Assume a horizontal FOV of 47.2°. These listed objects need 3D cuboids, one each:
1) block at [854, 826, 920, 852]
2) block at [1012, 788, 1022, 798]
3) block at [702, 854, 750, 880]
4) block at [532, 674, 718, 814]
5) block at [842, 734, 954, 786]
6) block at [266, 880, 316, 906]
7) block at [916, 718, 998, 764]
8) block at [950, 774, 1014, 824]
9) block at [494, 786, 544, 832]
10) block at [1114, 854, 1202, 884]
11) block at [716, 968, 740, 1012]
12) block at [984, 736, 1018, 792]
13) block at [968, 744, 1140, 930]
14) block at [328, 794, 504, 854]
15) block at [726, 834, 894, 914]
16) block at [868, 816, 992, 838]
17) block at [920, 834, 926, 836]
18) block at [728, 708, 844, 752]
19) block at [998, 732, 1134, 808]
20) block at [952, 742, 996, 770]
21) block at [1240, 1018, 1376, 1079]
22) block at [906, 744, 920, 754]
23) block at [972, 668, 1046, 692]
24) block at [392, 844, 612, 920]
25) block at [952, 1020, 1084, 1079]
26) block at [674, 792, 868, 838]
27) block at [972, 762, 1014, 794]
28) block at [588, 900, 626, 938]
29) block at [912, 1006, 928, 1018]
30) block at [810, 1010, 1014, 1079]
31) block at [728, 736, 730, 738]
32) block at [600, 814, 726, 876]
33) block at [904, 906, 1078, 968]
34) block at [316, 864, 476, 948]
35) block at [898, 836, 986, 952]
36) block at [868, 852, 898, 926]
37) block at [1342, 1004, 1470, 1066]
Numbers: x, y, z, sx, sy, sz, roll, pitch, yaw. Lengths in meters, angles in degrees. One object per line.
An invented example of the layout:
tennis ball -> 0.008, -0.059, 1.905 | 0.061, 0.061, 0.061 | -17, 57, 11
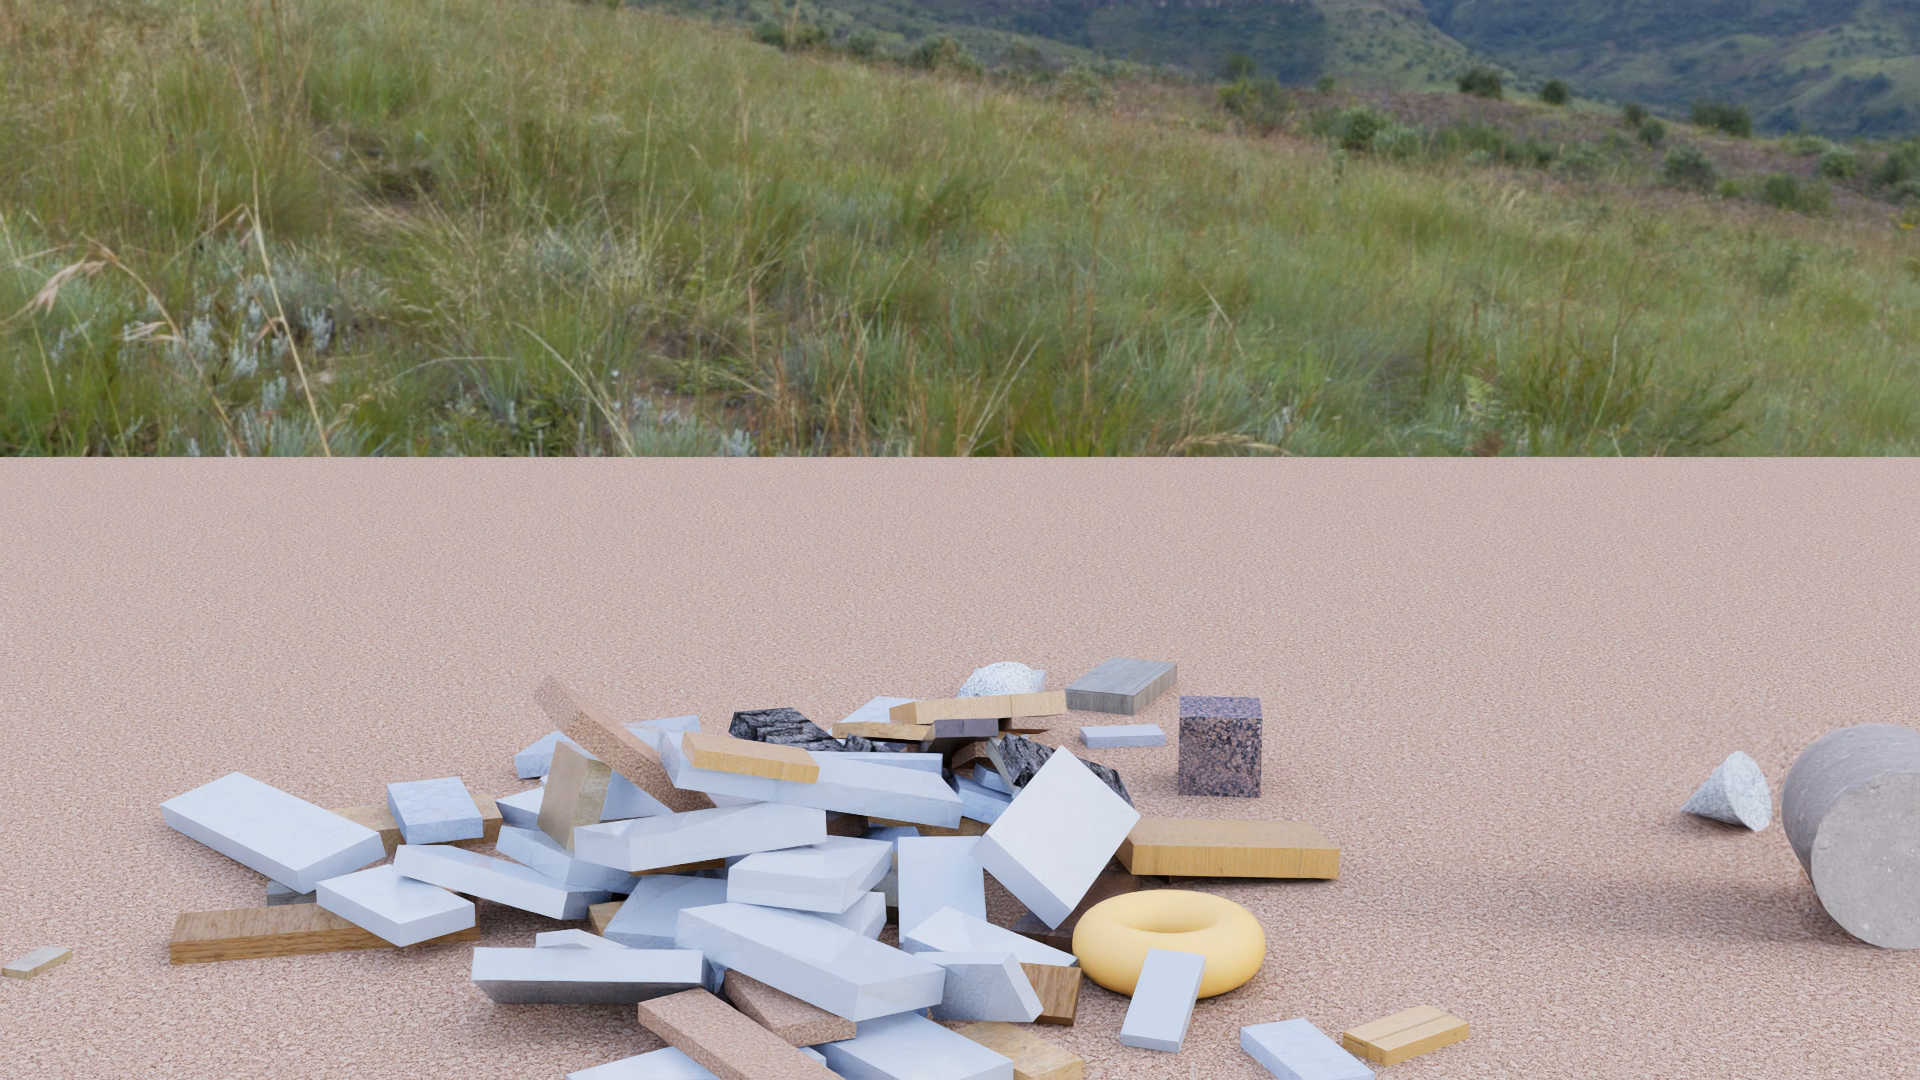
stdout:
block -> -0.150, 0.524, 3.750 | 0.088, 0.025, 0.175 | -34, 12, -33
block -> 0.195, 0.451, 3.809 | 0.115, 0.033, 0.230 | 39, 22, 24
block -> -0.340, 0.570, 3.537 | 0.270, 0.038, 0.135 | 8, 35, 36
block -> -0.553, 0.355, 3.655 | 0.328, 0.046, 0.164 | 42, -4, -33
block -> -0.125, 0.438, 4.014 | 0.207, 0.104, 0.029 | 21, 13, -5
block -> -1.078, 0.582, 3.656 | 0.140, 0.020, 0.070 | -3, 11, -14
block -> -0.009, 0.387, 4.196 | 0.115, 0.033, 0.461 | -1, -12, -6
block -> 0.062, 0.471, 3.901 | 0.154, 0.044, 0.309 | 17, -2, -2
block -> -0.725, 0.488, 4.117 | 0.131, 0.037, 0.263 | 8, 13, 38
block -> 0.321, 0.549, 3.836 | 0.068, 0.019, 0.256 | -6, 12, -28
block -> -0.301, 0.661, 3.173 | 0.092, 0.026, 0.184 | 3, 15, 3
block -> 0.123, 0.421, 3.912 | 0.101, 0.029, 0.202 | 20, 14, -25
block -> 0.158, 0.475, 3.559 | 0.179, 0.051, 0.358 | 42, 28, 5
block -> -0.991, 0.514, 3.956 | 0.312, 0.044, 0.156 | -4, 11, -19
block -> -0.226, 0.510, 3.396 | 0.174, 0.049, 0.348 | 5, 2, 10
block -> -0.073, 0.482, 3.844 | 0.309, 0.044, 0.154 | 14, -2, -4
block -> -0.059, 0.541, 3.733 | 0.175, 0.025, 0.088 | 8, 33, 40
block -> -0.283, 0.412, 4.178 | 0.307, 0.043, 0.153 | 31, 20, 37
block -> 0.183, 0.410, 3.794 | 0.229, 0.033, 0.115 | 21, 22, -23
block -> 0.056, 0.406, 4.147 | 0.101, 0.029, 0.202 | 0, -12, -13
block -> 0.469, 0.704, 2.980 | 0.098, 0.028, 0.196 | -4, 11, -19
block -> -0.050, 0.413, 4.558 | 0.081, 0.023, 0.163 | 3, 11, 14
block -> 0.091, 0.345, 4.863 | 0.160, 0.045, 0.319 | 2, 11, 9
block -> -0.735, 0.549, 3.537 | 0.312, 0.044, 0.156 | 12, -4, 19
block -> 0.073, 0.702, 2.996 | 0.092, 0.026, 0.184 | -8, 13, -38
block -> -0.322, 0.472, 3.738 | 0.309, 0.044, 0.154 | 5, 16, 40
block -> 0.083, 0.444, 4.033 | 0.101, 0.029, 0.203 | 17, -3, -5
block -> -0.534, 0.609, 3.442 | 0.067, 0.019, 0.135 | -4, 22, -21
block -> -0.141, 0.665, 3.194 | 0.184, 0.026, 0.092 | 0, 11, -3
block -> -0.085, 0.697, 2.977 | 0.152, 0.043, 0.304 | -9, 14, -39
block -> -0.497, 0.433, 4.402 | 0.290, 0.041, 0.145 | 1, 11, 7
block -> -0.504, 0.500, 3.616 | 0.149, 0.042, 0.299 | -2, 2, -24
block -> 0.045, 0.621, 3.280 | 0.233, 0.033, 0.117 | 17, 22, 27
block -> -0.890, 0.573, 3.460 | 0.130, 0.037, 0.260 | -10, 14, -43
block -> -0.030, 0.565, 3.478 | 0.135, 0.038, 0.270 | 0, 28, -2
block -> -0.177, 0.562, 3.597 | 0.270, 0.038, 0.135 | 3, 31, 17
block -> 0.622, 0.690, 3.067 | 0.165, 0.023, 0.082 | -8, 13, -35
